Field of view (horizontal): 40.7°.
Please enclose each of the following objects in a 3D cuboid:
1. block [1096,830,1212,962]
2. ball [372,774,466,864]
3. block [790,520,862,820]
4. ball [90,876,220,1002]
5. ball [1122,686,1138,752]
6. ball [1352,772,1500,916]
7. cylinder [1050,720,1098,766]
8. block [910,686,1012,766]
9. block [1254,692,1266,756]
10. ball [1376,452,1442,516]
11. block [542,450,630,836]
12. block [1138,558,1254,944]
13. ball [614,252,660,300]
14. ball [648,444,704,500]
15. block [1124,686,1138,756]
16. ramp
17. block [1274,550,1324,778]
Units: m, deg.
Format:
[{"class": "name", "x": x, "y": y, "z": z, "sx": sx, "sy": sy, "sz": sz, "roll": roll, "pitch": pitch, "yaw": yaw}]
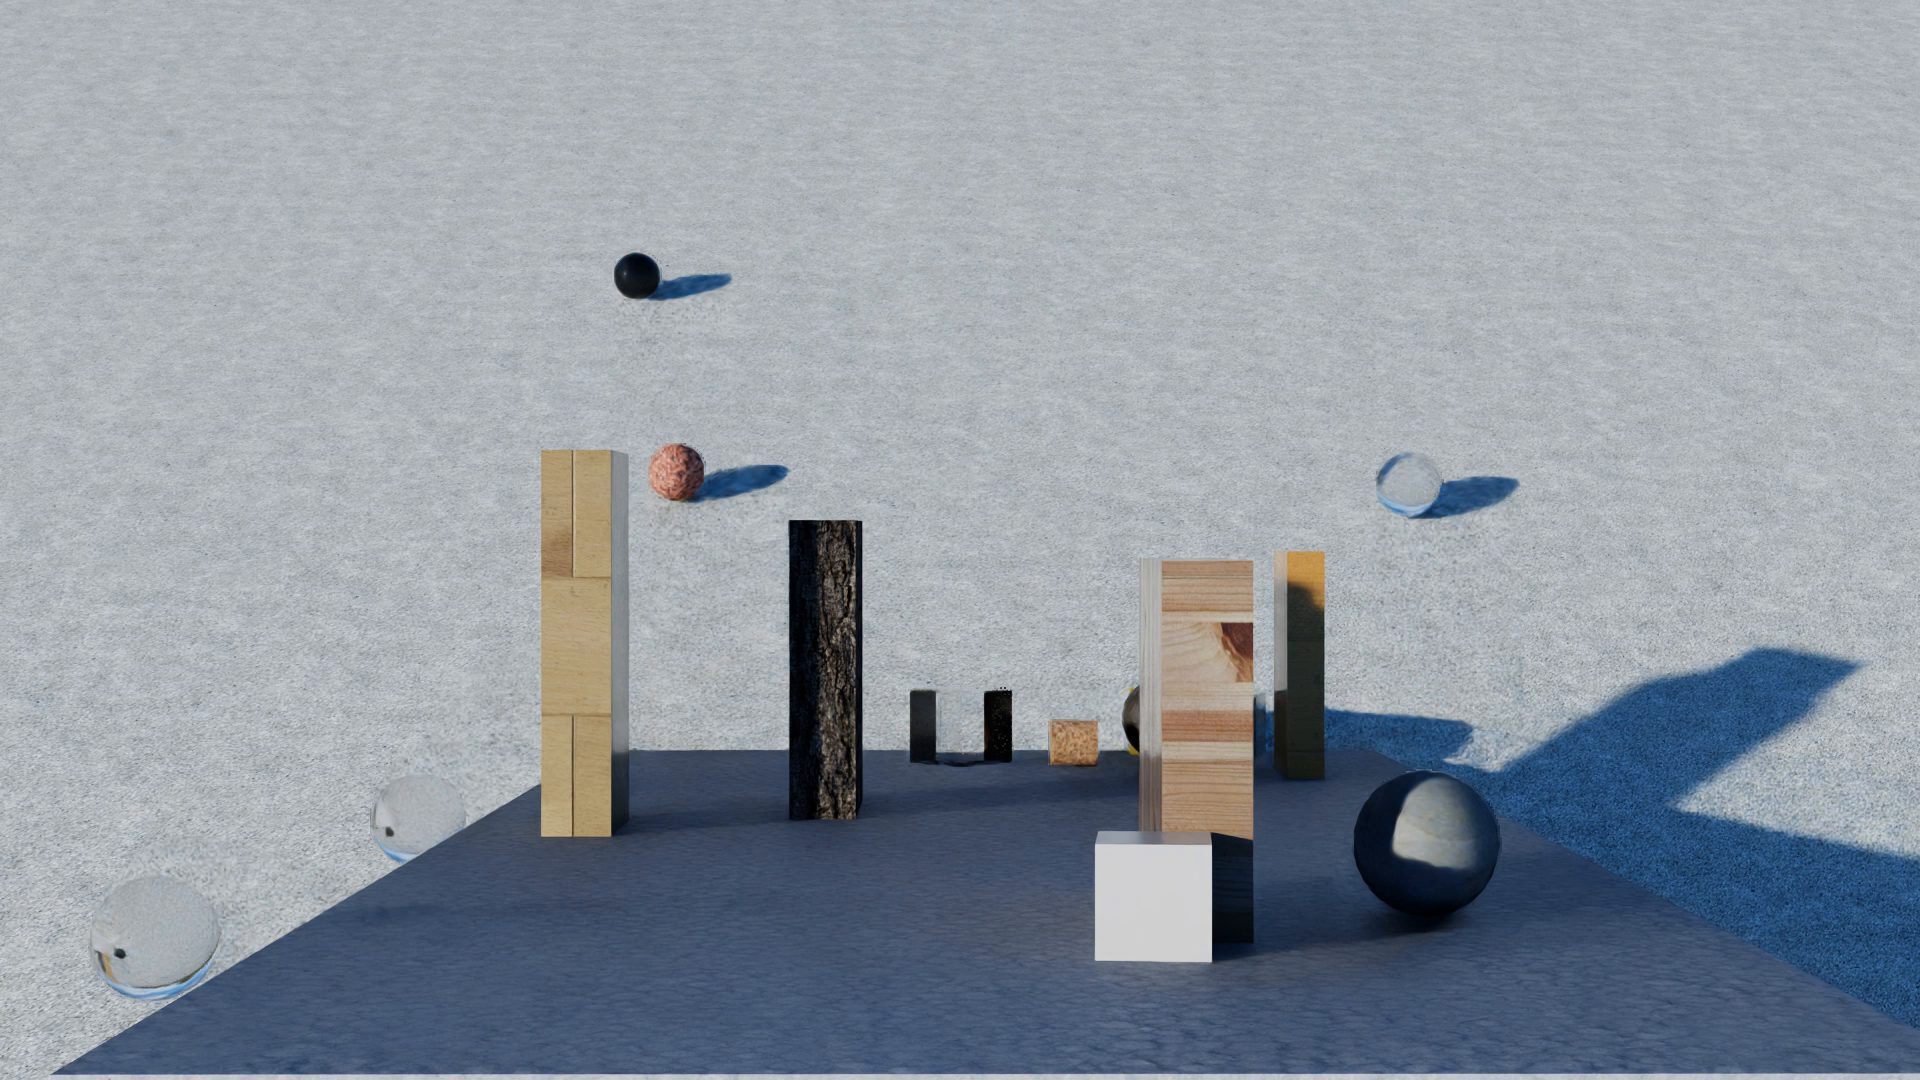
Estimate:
[{"class": "block", "x": 0.257, "y": 0.470, "z": 3.424, "sx": 0.151, "sy": 0.151, "sz": 0.151, "roll": 0, "pitch": 0, "yaw": 5}, {"class": "ball", "x": -1.043, "y": 0.540, "z": 4.988, "sx": 0.178, "sy": 0.178, "sz": 0.178, "roll": 0, "pitch": 30, "yaw": 0}, {"class": "block", "x": -0.268, "y": 0.252, "z": 5.212, "sx": 0.129, "sy": 0.581, "sz": 0.370, "roll": 0, "pitch": 0, "yaw": 0}, {"class": "ball", "x": -1.107, "y": 0.548, "z": 3.559, "sx": 0.172, "sy": 0.172, "sz": 0.172, "roll": 0, "pitch": 30, "yaw": 0}, {"class": "ball", "x": 0.500, "y": 0.435, "z": 6.300, "sx": 0.209, "sy": 0.209, "sz": 0.209, "roll": 0, "pitch": 30, "yaw": 0}, {"class": "ball", "x": 0.675, "y": 0.440, "z": 3.751, "sx": 0.209, "sy": 0.209, "sz": 0.209, "roll": 0, "pitch": 30, "yaw": 0}, {"class": "cylinder", "x": 0.272, "y": 0.484, "z": 6.173, "sx": 0.108, "sy": 0.108, "sz": 0.108, "roll": 1, "pitch": 30, "yaw": -1}, {"class": "block", "x": 0.001, "y": 0.452, "z": 6.284, "sx": 0.176, "sy": 0.176, "sz": 0.176, "roll": 0, "pitch": 0, "yaw": -44}, {"class": "block", "x": 0.684, "y": 0.462, "z": 6.529, "sx": 0.154, "sy": 0.154, "sz": 0.154, "roll": 0, "pitch": 0, "yaw": 16}, {"class": "ball", "x": 1.364, "y": -0.168, "z": 7.869, "sx": 0.195, "sy": 0.195, "sz": 0.195, "roll": 0, "pitch": 30, "yaw": 0}, {"class": "block", "x": -0.704, "y": 0.189, "z": 4.872, "sx": 0.128, "sy": 0.709, "sz": 0.259, "roll": 0, "pitch": 0, "yaw": 0}, {"class": "block", "x": 0.335, "y": 0.286, "z": 3.718, "sx": 0.124, "sy": 0.517, "sz": 0.440, "roll": 0, "pitch": 0, "yaw": 0}, {"class": "ball", "x": -1.158, "y": -0.946, "z": 9.262, "sx": 0.168, "sy": 0.168, "sz": 0.168, "roll": 0, "pitch": 30, "yaw": 0}, {"class": "ball", "x": -0.873, "y": -0.208, "z": 7.962, "sx": 0.173, "sy": 0.173, "sz": 0.173, "roll": 0, "pitch": 30, "yaw": 0}, {"class": "block", "x": 0.505, "y": 0.457, "z": 6.564, "sx": 0.165, "sy": 0.165, "sz": 0.165, "roll": 0, "pitch": 0, "yaw": -1}, {"class": "ramp", "x": 0.066, "y": 0.593, "z": 4.648, "sx": 2.000, "sy": 0.100, "sz": 4.000, "roll": 0, "pitch": 0, "yaw": 0}, {"class": "block", "x": 0.784, "y": 0.283, "z": 5.985, "sx": 0.085, "sy": 0.514, "sz": 0.245, "roll": 0, "pitch": 0, "yaw": 0}]
